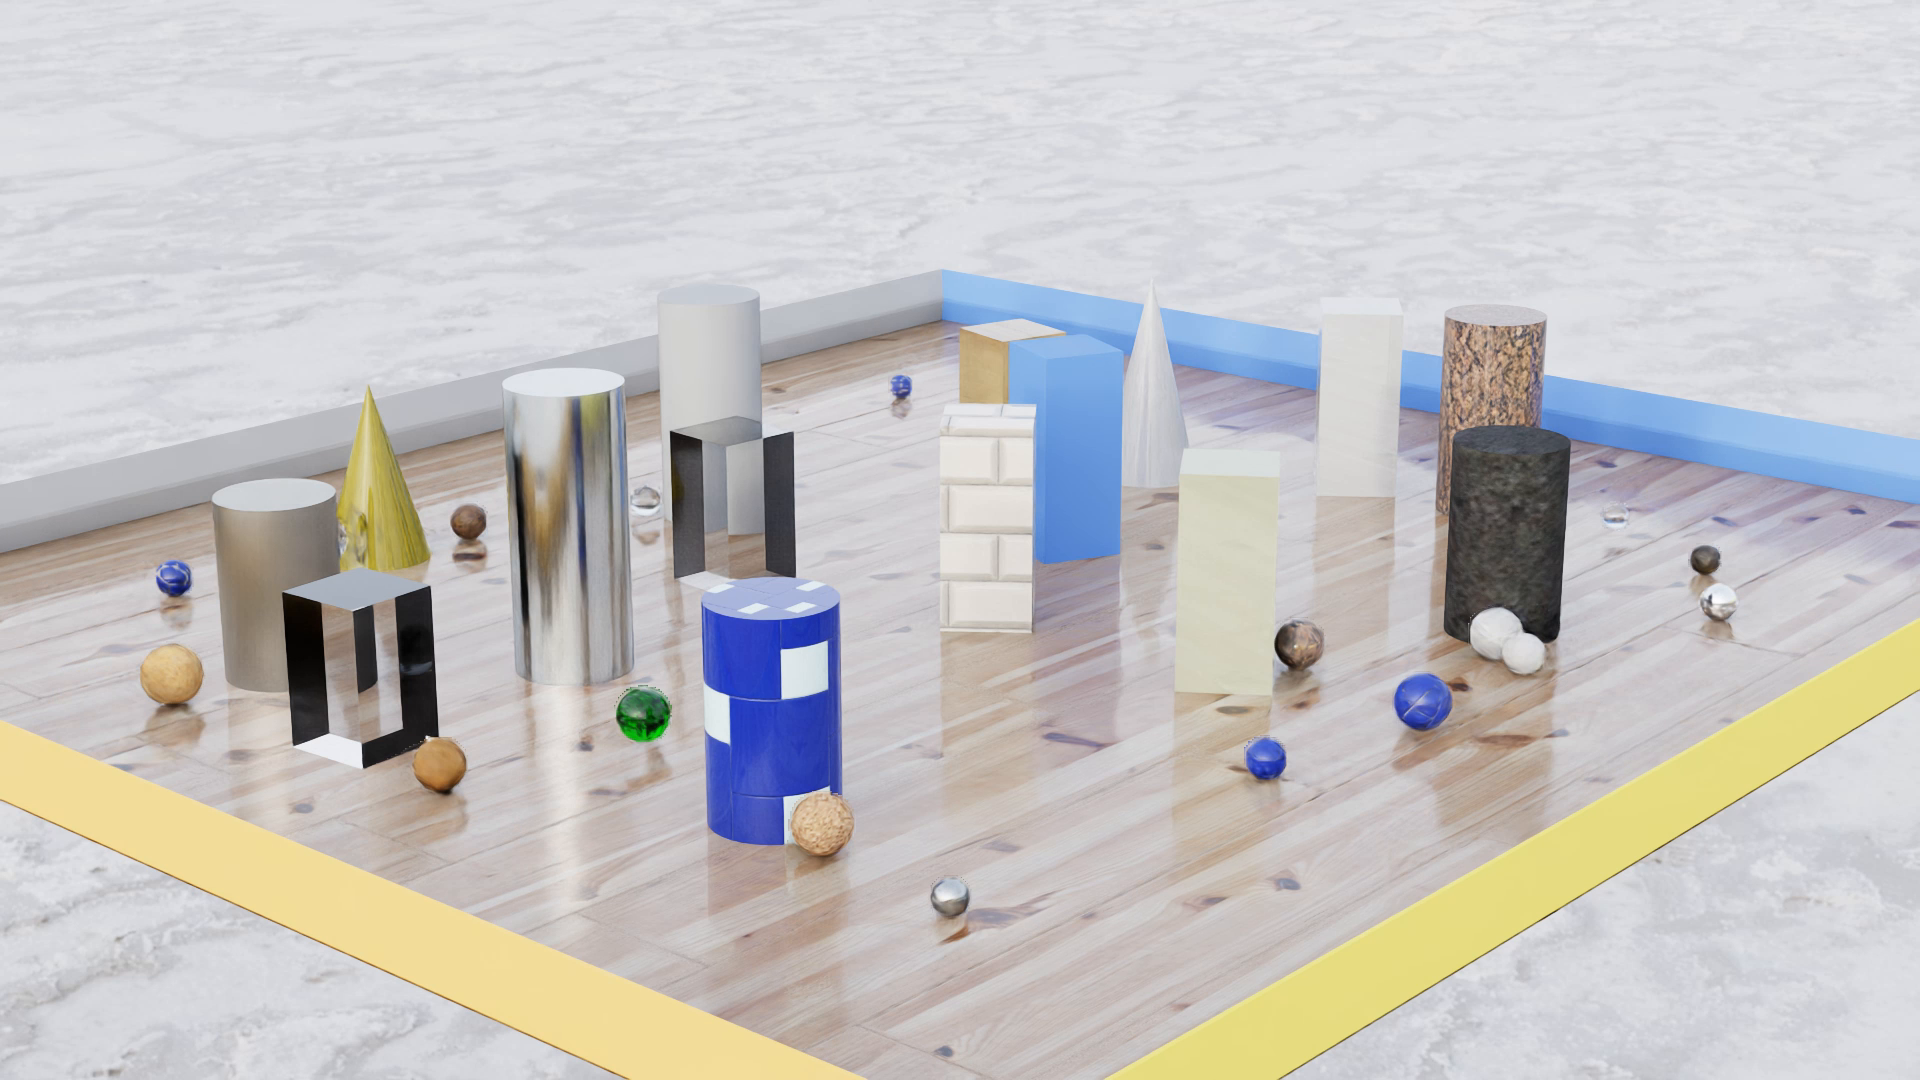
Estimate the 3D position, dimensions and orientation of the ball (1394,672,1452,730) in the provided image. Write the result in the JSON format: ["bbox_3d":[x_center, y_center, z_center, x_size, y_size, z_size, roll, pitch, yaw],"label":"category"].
[{"bbox_3d":[0.706,0.246,4.474,0.089,0.089,0.089,0,17,0],"label":"ball"}]

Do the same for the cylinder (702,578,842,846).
[{"bbox_3d":[-0.261,0.237,4.092,0.192,0.328,0.192,0,17,0],"label":"cylinder"}]

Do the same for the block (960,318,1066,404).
[{"bbox_3d":[0.105,-0.290,5.928,0.154,0.275,0.154,-11,20,-33],"label":"block"}]

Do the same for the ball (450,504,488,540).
[{"bbox_3d":[-0.912,-0.035,5.442,0.068,0.068,0.068,0,17,0],"label":"ball"}]

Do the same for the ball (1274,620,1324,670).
[{"bbox_3d":[0.549,0.169,4.745,0.081,0.081,0.081,0,17,0],"label":"ball"}]

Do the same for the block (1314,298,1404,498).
[{"bbox_3d":[0.779,-0.281,5.746,0.154,0.363,0.154,1,17,4],"label":"block"}]

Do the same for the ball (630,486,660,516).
[{"bbox_3d":[-0.599,-0.074,5.588,0.058,0.058,0.058,0,17,0],"label":"ball"}]

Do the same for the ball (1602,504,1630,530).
[{"bbox_3d":[1.231,-0.043,5.502,0.049,0.049,0.049,0,17,0],"label":"ball"}]

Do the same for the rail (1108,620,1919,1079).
[{"bbox_3d":[1.102,0.308,4.205,0.045,0.125,3.277,14,22,39],"label":"rail"}]

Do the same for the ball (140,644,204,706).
[{"bbox_3d":[-1.231,0.210,4.580,0.096,0.096,0.096,0,17,0],"label":"ball"}]

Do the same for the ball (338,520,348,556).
[{"bbox_3d":[-1.124,-0.001,5.156,0.093,0.093,0.093,0,17,0],"label":"ball"}]

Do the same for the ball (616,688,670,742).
[{"bbox_3d":[-0.478,0.264,4.426,0.082,0.082,0.082,0,17,0],"label":"ball"}]

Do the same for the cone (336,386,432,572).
[{"bbox_3d":[-1.060,-0.126,5.299,0.192,0.324,0.192,0,17,0],"label":"cone"}]

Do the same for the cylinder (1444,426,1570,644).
[{"bbox_3d":[0.912,-0.007,4.894,0.192,0.331,0.192,0,17,0],"label":"cylinder"}]

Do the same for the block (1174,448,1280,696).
[{"bbox_3d":[0.425,0.050,4.660,0.154,0.358,0.154,2,17,6],"label":"block"}]

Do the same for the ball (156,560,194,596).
[{"bbox_3d":[-1.371,0.065,5.116,0.064,0.064,0.064,0,17,0],"label":"ball"}]

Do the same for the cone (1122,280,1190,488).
[{"bbox_3d":[0.377,-0.325,5.817,0.192,0.407,0.192,0,17,0],"label":"cone"}]

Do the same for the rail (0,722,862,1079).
[{"bbox_3d":[-1.059,0.384,3.953,2.965,0.125,0.045,14,22,39],"label":"rail"}]

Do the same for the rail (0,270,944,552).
[{"bbox_3d":[-1.102,-0.245,6.036,0.045,0.125,3.277,14,22,39],"label":"rail"}]

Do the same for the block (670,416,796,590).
[{"bbox_3d":[-0.400,-0.060,5.170,0.154,0.273,0.154,-16,23,-42],"label":"block"}]

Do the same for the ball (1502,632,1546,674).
[{"bbox_3d":[0.908,0.183,4.721,0.068,0.068,0.068,0,17,0],"label":"ball"}]

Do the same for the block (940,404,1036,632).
[{"bbox_3d":[0.048,-0.038,4.953,0.154,0.357,0.154,1,17,3],"label":"block"}]

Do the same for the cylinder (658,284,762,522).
[{"bbox_3d":[-0.471,-0.256,5.554,0.192,0.426,0.192,0,17,0],"label":"cylinder"}]

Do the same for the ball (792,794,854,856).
[{"bbox_3d":[-0.188,0.389,4.006,0.086,0.086,0.086,0,17,0],"label":"ball"}]

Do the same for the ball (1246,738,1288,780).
[{"bbox_3d":[0.447,0.320,4.279,0.061,0.061,0.061,0,17,0],"label":"ball"}]

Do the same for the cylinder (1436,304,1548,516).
[{"bbox_3d":[1.012,-0.243,5.592,0.192,0.380,0.192,0,17,0],"label":"cylinder"}]

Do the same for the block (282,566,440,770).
[{"bbox_3d":[-0.896,0.190,4.390,0.154,0.246,0.154,12,21,35],"label":"block"}]

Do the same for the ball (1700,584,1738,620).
[{"bbox_3d":[1.291,0.106,4.986,0.062,0.062,0.062,0,17,0],"label":"ball"}]

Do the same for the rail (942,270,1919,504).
[{"bbox_3d":[1.059,-0.321,6.288,2.965,0.125,0.045,14,22,39],"label":"rail"}]

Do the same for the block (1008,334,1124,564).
[{"bbox_3d":[0.191,-0.167,5.340,0.154,0.380,0.154,-7,18,-23],"label":"block"}]

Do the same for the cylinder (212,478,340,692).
[{"bbox_3d":[-1.088,0.071,4.692,0.192,0.299,0.192,0,17,0],"label":"cylinder"}]

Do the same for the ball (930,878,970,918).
[{"bbox_3d":[-0.012,0.465,3.813,0.052,0.052,0.052,0,17,0],"label":"ball"}]

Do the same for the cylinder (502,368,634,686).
[{"bbox_3d":[-0.625,-0.022,4.694,0.192,0.475,0.192,0,17,0],"label":"cylinder"}]

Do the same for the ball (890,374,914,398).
[{"bbox_3d":[-0.129,-0.340,6.478,0.053,0.053,0.053,0,17,0],"label":"ball"}]

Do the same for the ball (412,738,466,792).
[{"bbox_3d":[-0.752,0.325,4.235,0.076,0.076,0.076,0,17,0],"label":"ball"}]

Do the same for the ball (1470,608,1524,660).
[{"bbox_3d":[0.876,0.153,4.785,0.087,0.087,0.087,0,17,0],"label":"ball"}]

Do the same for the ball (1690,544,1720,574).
[{"bbox_3d":[1.331,0.035,5.236,0.054,0.054,0.054,0,17,0],"label":"ball"}]
